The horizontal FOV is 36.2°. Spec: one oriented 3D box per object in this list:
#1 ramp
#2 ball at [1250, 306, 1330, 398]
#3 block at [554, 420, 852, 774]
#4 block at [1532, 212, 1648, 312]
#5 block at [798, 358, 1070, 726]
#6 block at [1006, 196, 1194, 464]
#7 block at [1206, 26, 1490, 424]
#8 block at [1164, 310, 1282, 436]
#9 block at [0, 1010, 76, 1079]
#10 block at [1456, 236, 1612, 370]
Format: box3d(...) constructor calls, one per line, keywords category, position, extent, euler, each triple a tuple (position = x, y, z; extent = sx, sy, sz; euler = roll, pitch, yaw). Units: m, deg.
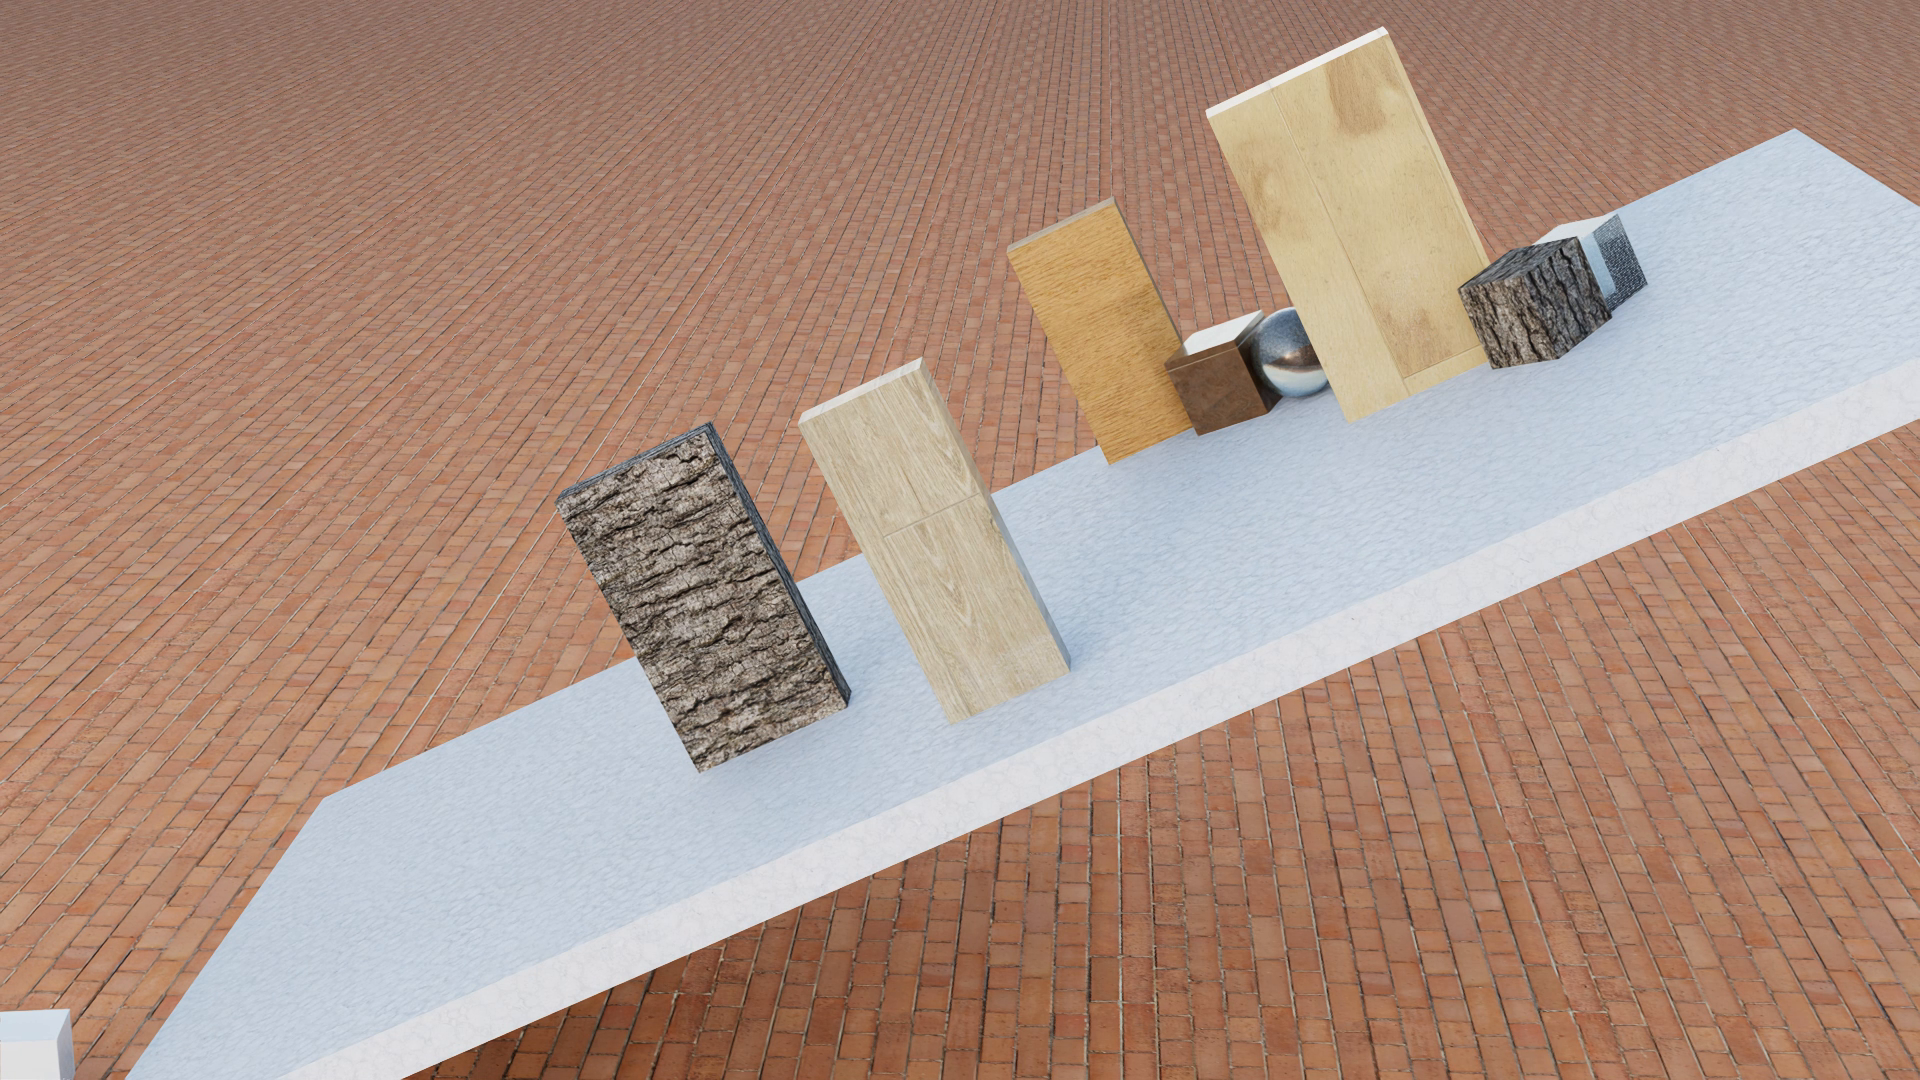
box3d(category="ramp", position=(0.137, 0.168, 6.282), extent=(4.000, 0.100, 2.000), euler=(-24, 13, 9))
box3d(category="ball", position=(0.763, -0.426, 6.681), extent=(0.207, 0.207, 0.207), euler=(0, 16, 0))
box3d(category="block", position=(-0.528, 0.122, 6.091), extent=(0.347, 0.648, 0.103), euler=(-24, 13, 9))
box3d(category="block", position=(1.319, -0.571, 6.255), extent=(0.168, 0.168, 0.168), euler=(-35, 16, -31))
box3d(category="block", position=(-0.044, 0.005, 5.596), extent=(0.254, 0.656, 0.096), euler=(-24, 13, 9))
box3d(category="block", position=(0.357, -0.491, 6.923), extent=(0.276, 0.562, 0.096), euler=(-24, 13, 9))
box3d(category="block", position=(0.864, -0.666, 6.264), extent=(0.410, 0.727, 0.124), euler=(-24, 13, 9))
box3d(category="block", position=(0.627, -0.388, 6.828), extent=(0.191, 0.191, 0.191), euler=(-18, 16, 33))
box3d(category="block", position=(-1.945, 1.084, 6.151), extent=(0.148, 0.148, 0.148), euler=(-2, 16, -6))
box3d(category="block", position=(1.200, -0.494, 6.142), extent=(0.190, 0.190, 0.190), euler=(-35, 16, -31))
